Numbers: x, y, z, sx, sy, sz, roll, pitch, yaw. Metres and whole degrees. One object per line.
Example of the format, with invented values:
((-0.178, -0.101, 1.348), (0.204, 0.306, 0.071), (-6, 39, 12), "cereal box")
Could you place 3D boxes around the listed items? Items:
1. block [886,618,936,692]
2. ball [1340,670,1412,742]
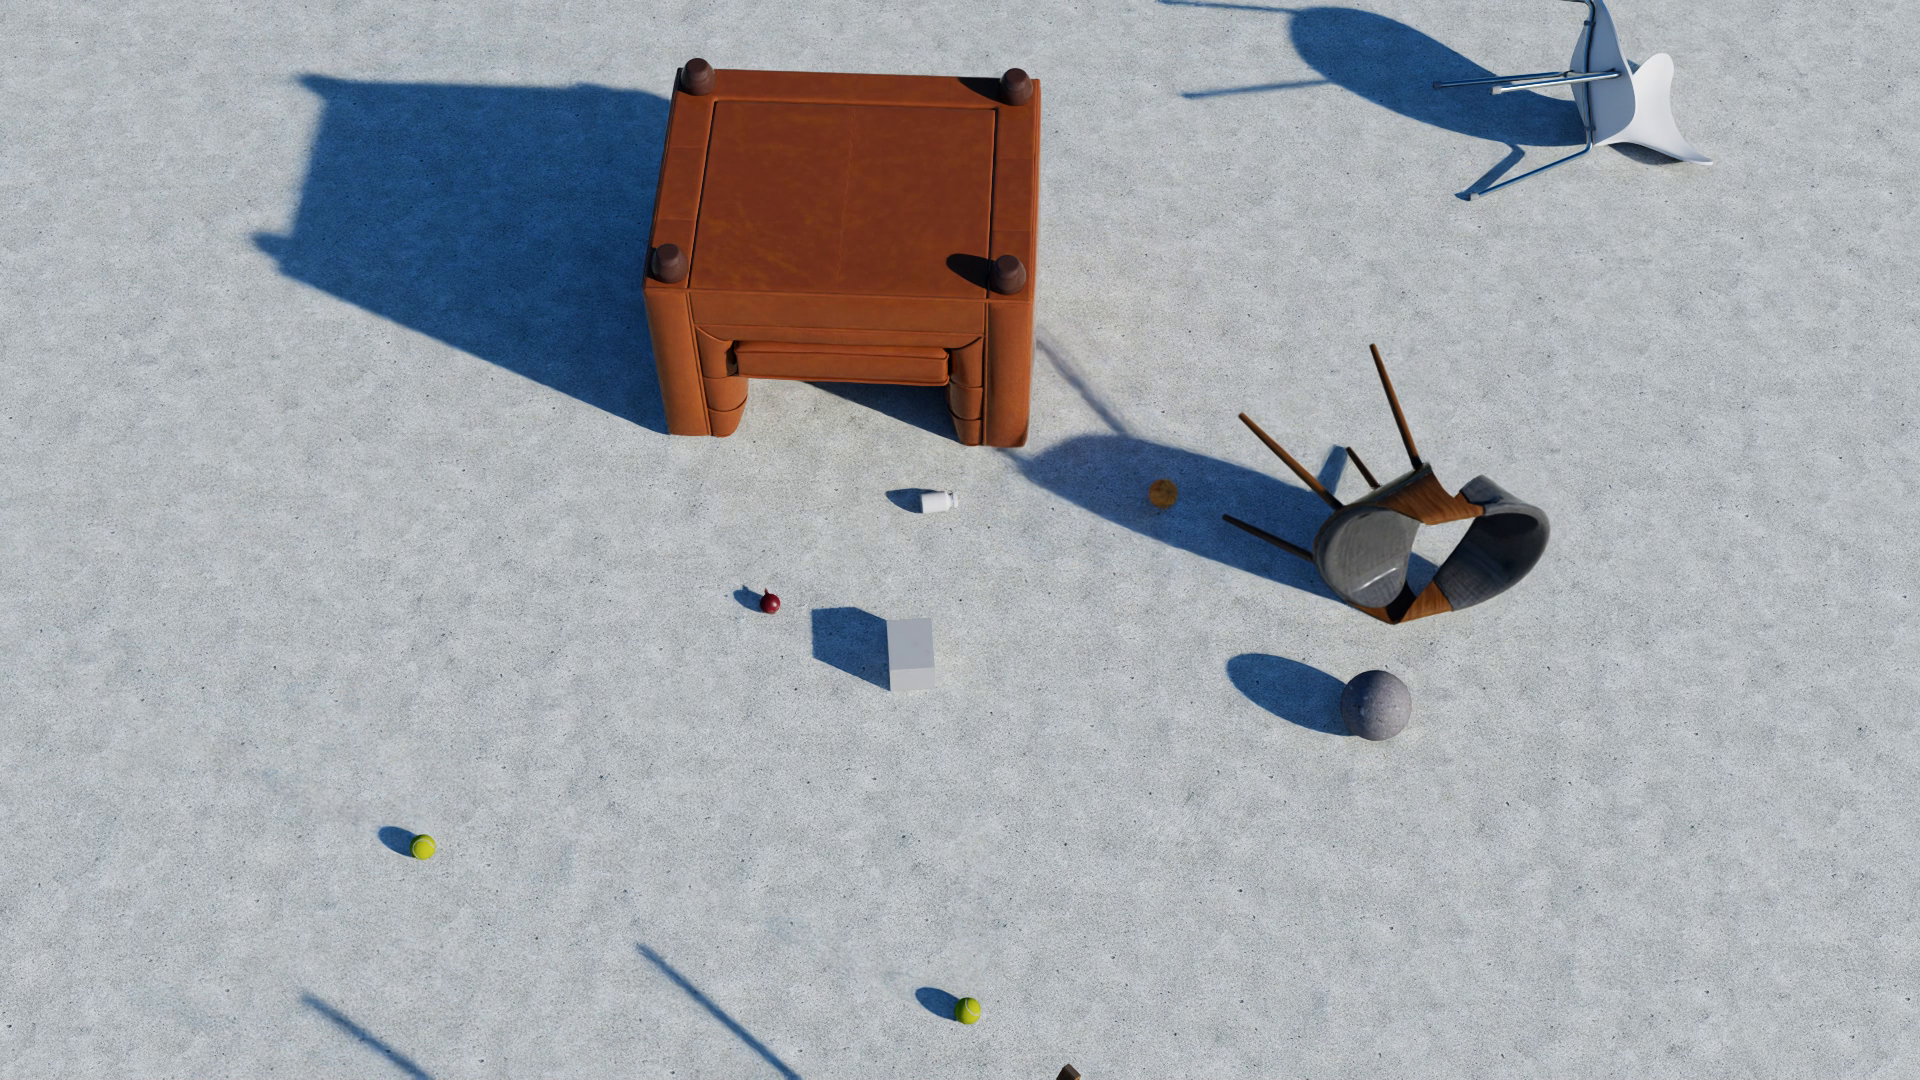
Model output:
((-0.140, 0.328, 6.281), (0.129, 0.120, 0.165), (-3, 56, -2), "block")
((1.162, 0.462, 6.144), (0.198, 0.198, 0.198), (0, 56, 0), "ball")
